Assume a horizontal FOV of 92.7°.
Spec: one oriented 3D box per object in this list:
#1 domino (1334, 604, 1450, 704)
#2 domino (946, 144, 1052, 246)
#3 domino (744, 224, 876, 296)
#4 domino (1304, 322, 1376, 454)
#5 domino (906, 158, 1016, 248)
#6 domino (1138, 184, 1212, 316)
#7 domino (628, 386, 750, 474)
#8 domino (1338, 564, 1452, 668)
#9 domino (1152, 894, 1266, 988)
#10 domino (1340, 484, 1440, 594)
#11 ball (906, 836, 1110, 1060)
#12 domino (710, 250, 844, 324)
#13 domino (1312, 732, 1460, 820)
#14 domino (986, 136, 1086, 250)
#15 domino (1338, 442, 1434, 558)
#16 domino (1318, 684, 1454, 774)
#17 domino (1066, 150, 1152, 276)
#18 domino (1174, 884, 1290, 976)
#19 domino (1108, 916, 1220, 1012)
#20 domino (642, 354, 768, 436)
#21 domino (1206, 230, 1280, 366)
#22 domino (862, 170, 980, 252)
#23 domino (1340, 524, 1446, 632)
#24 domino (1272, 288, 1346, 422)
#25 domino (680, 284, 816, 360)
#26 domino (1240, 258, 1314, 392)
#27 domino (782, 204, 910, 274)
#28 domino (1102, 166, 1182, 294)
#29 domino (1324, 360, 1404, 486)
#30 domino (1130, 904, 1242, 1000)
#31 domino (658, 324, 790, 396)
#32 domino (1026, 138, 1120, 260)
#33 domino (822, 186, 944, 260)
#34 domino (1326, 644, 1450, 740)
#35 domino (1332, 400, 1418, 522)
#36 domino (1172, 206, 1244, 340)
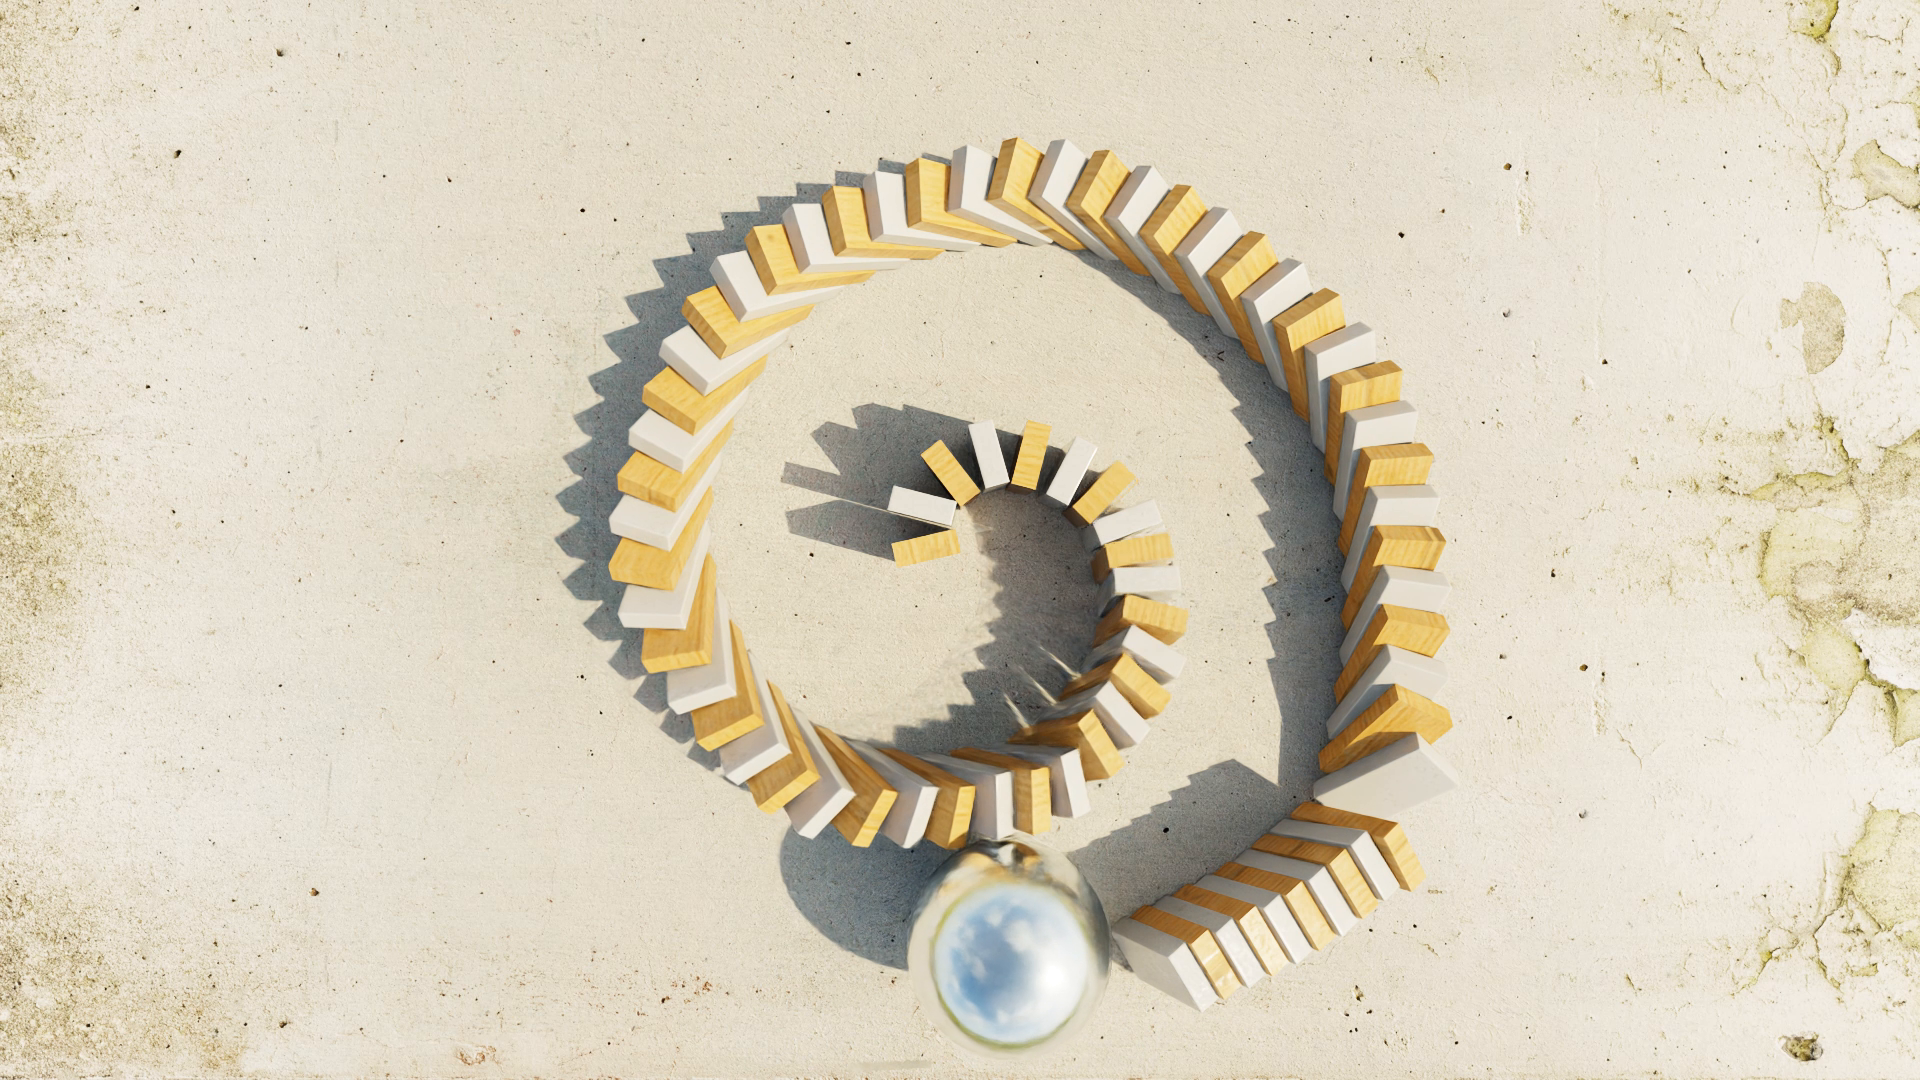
[{"bbox_3d":[0.178,0.050,0.381,0.025,0.009,0.050,11,127,0],"label":"domino"},{"bbox_3d":[0.018,-0.142,0.381,0.050,0.009,0.025,6,90,-39],"label":"domino"},{"bbox_3d":[-0.061,-0.118,0.381,0.050,0.009,0.025,-22,89,-39],"label":"domino"},{"bbox_3d":[0.159,-0.063,0.381,0.025,0.010,0.050,-23,129,0],"label":"domino"},{"bbox_3d":[0.001,-0.139,0.381,0.050,0.009,0.025,-3,90,-38],"label":"domino"},{"bbox_3d":[0.097,-0.120,0.381,0.050,0.009,0.025,38,90,-38],"label":"domino"},{"bbox_3d":[-0.112,-0.052,0.381,0.025,0.009,0.050,28,51,0],"label":"domino"},{"bbox_3d":[0.180,0.034,0.381,0.025,0.009,0.050,8,127,0],"label":"domino"},{"bbox_3d":[0.100,0.163,0.375,0.009,0.050,0.025,-31,90,-21],"label":"domino"},{"bbox_3d":[0.178,0.000,0.381,0.025,0.010,0.050,-1,128,0],"label":"domino"},{"bbox_3d":[0.019,0.159,0.360,0.080,0.080,0.080,0,90,0],"label":"ball"},{"bbox_3d":[-0.075,-0.109,0.380,0.050,0.009,0.025,-29,89,-39],"label":"domino"},{"bbox_3d":[0.176,0.101,0.380,0.025,0.009,0.050,42,124,-10],"label":"domino"},{"bbox_3d":[0.036,-0.143,0.381,0.050,0.009,0.025,15,90,-39],"label":"domino"},{"bbox_3d":[0.176,-0.016,0.381,0.025,0.010,0.050,-4,128,0],"label":"domino"},{"bbox_3d":[0.176,0.083,0.381,0.025,0.010,0.050,26,127,-4],"label":"domino"},{"bbox_3d":[0.068,-0.135,0.381,0.050,0.009,0.025,29,89,-38],"label":"domino"},{"bbox_3d":[0.109,0.158,0.375,0.010,0.050,0.025,-31,90,-21],"label":"domino"},{"bbox_3d":[0.082,0.172,0.375,0.009,0.050,0.025,-31,90,-21],"label":"domino"},{"bbox_3d":[-0.105,-0.067,0.381,0.025,0.009,0.050,34,52,0],"label":"domino"},{"bbox_3d":[0.124,-0.100,0.381,0.025,0.010,0.050,-44,128,0],"label":"domino"},{"bbox_3d":[-0.015,-0.136,0.381,0.050,0.009,0.025,-8,90,-38],"label":"domino"},{"bbox_3d":[0.179,0.017,0.381,0.025,0.009,0.050,2,128,0],"label":"domino"},{"bbox_3d":[0.148,-0.076,0.381,0.025,0.010,0.050,-32,129,0],"label":"domino"},{"bbox_3d":[-0.087,-0.096,0.380,0.025,0.010,0.050,50,50,0],"label":"domino"},{"bbox_3d":[0.136,-0.089,0.381,0.025,0.009,0.050,-38,128,0],"label":"domino"},{"bbox_3d":[-0.047,-0.125,0.381,0.050,0.010,0.025,-17,90,-39],"label":"domino"},{"bbox_3d":[0.083,-0.128,0.381,0.050,0.010,0.025,34,90,-38],"label":"domino"},{"bbox_3d":[0.167,-0.048,0.381,0.025,0.010,0.050,-15,128,-1],"label":"domino"},{"bbox_3d":[0.091,0.167,0.375,0.010,0.050,0.025,-31,90,-21],"label":"domino"},{"bbox_3d":[-0.097,-0.083,0.381,0.025,0.010,0.050,42,51,0],"label":"domino"},{"bbox_3d":[0.052,-0.140,0.381,0.050,0.009,0.025,23,89,-39],"label":"domino"},{"bbox_3d":[-0.031,-0.131,0.381,0.050,0.010,0.025,-13,90,-38],"label":"domino"},{"bbox_3d":[0.177,0.067,0.381,0.025,0.010,0.050,18,127,0],"label":"domino"},{"bbox_3d":[0.172,-0.032,0.381,0.025,0.009,0.050,-11,128,0],"label":"domino"},{"bbox_3d":[0.111,-0.110,0.381,0.025,0.009,0.050,-49,128,0],"label":"domino"}]
